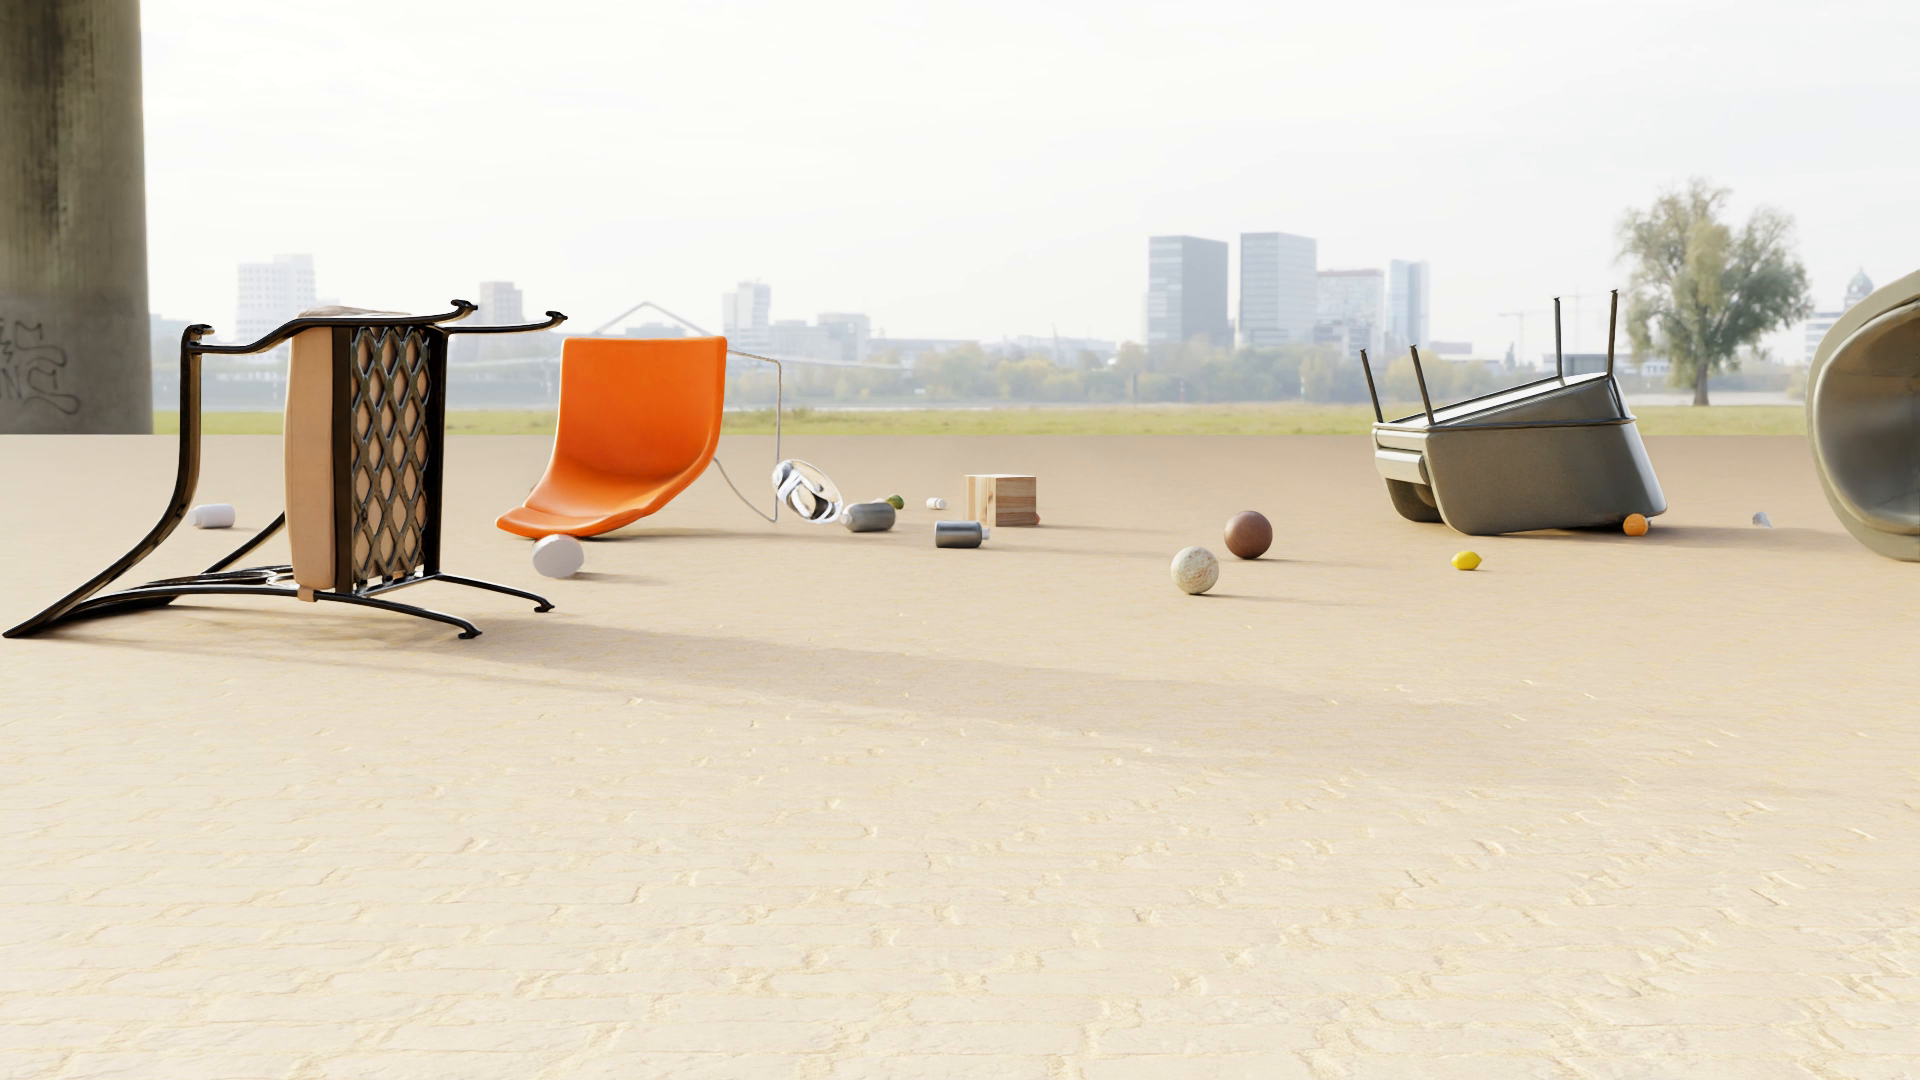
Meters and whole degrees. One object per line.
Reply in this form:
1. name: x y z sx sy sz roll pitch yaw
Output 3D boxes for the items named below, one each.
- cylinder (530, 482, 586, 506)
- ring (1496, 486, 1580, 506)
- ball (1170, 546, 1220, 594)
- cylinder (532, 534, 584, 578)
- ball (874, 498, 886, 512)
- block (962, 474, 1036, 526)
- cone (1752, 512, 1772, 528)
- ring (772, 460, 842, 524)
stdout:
1. cylinder: -1.560 -0.181 8.550 0.142 0.081 0.163 21 16 36
2. ring: 2.249 -0.174 8.568 0.322 0.072 0.234 2 3 12
3. ball: 0.514 0.066 4.811 0.106 0.106 0.106 0 4 0
4. cylinder: -0.971 0.038 5.314 0.123 0.091 0.192 -11 6 -11
5. ball: -0.293 -0.128 8.038 0.050 0.050 0.050 0 4 0
6. block: 0.131 -0.132 7.293 0.165 0.161 0.190 -3 5 -34
7. cone: 2.606 -0.052 7.109 0.053 0.054 0.085 37 10 -22
8. ring: -0.514 -0.161 7.417 0.096 0.253 0.297 -43 -35 20
